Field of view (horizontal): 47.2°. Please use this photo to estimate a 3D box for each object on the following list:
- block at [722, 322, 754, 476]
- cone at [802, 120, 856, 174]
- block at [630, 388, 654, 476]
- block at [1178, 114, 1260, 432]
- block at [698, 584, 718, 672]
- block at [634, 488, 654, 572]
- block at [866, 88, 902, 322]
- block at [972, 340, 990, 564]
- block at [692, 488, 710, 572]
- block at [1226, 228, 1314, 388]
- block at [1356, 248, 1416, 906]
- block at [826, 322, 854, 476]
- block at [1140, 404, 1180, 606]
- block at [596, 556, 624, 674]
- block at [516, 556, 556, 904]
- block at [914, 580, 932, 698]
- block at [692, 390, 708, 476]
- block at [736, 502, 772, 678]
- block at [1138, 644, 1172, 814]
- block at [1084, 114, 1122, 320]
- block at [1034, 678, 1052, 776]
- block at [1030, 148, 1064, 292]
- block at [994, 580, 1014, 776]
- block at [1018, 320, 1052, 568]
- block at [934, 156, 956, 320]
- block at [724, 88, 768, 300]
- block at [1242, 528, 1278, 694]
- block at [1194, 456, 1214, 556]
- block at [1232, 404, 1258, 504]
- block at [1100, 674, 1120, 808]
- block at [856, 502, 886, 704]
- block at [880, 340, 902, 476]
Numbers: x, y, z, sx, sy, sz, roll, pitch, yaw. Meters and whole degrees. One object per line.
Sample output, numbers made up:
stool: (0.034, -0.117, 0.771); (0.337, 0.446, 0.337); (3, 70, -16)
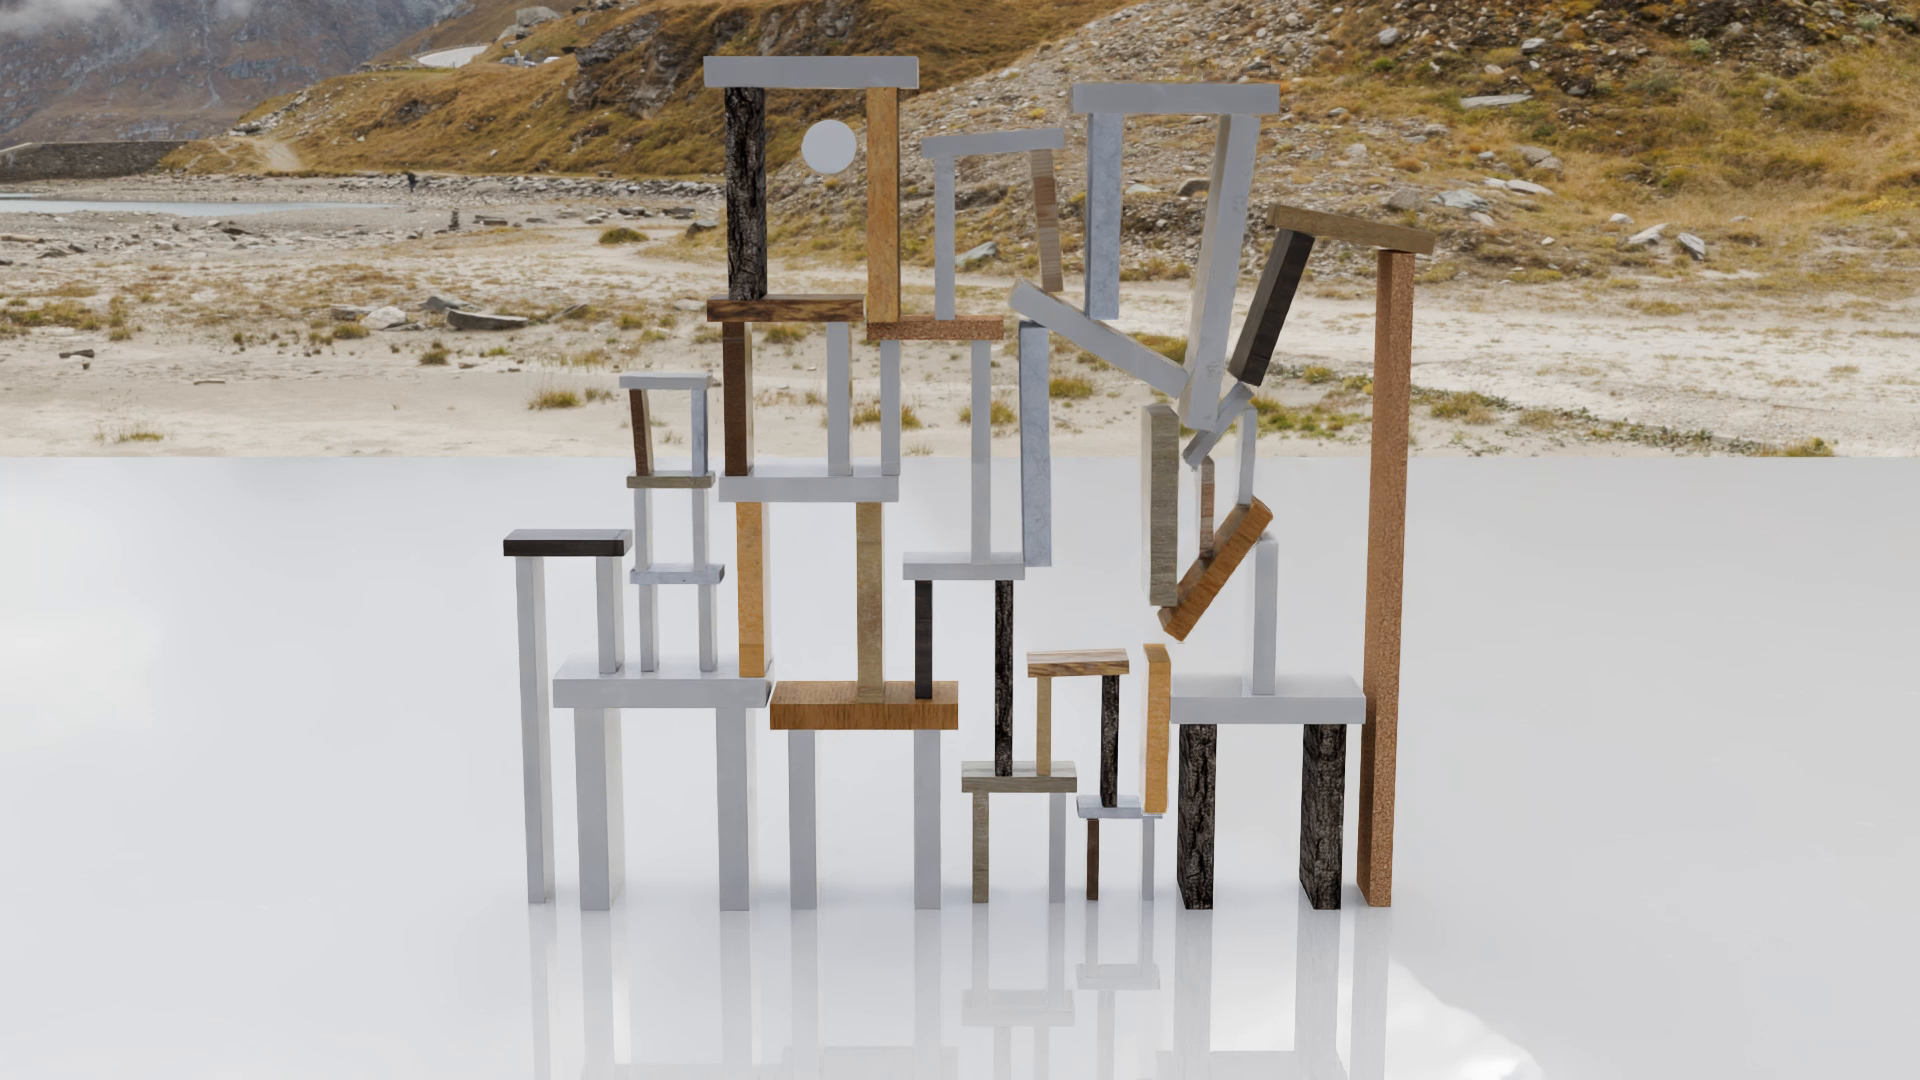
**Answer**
block: (-0.354, -0.232, 3.515); (0.035, 0.244, 0.122); (0, 11, 0)
cone: (-0.375, -1.149, 6.546); (0.164, 0.164, 0.164); (1, -4, 7)
block: (-0.511, -0.177, 3.529); (0.020, 0.139, 0.069); (-3, 10, 0)
block: (0.407, -0.424, 3.476); (0.044, 0.487, 0.157); (7, 11, -1)
block: (-0.411, 0.136, 3.586); (0.021, 0.145, 0.072); (0, 10, 1)
block: (-0.511, -0.022, 3.554); (0.019, 0.135, 0.068); (1, 10, 0)
block: (-0.119, -0.528, 3.458); (0.046, 0.357, 0.162); (0, 11, 0)
block: (0.033, -0.147, 3.529); (0.030, 0.359, 0.108); (0, 11, 0)
block: (-0.419, -0.022, 3.556); (0.019, 0.135, 0.067); (0, 10, -1)
block: (0.491, -0.371, 3.487); (0.035, 0.246, 0.123); (18, 10, -6)
block: (0.689, 0.067, 3.570); (0.035, 1.065, 0.123); (0, 11, 0)
block: (-0.192, -0.232, 3.515); (0.035, 0.244, 0.122); (0, 11, 0)
block: (0.322, -0.058, 3.548); (0.043, 0.303, 0.152); (-1, 11, -1)
block: (-0.569, 0.112, 3.581); (0.027, 0.193, 0.096); (0, 11, 0)
block: (-0.698, 0.304, 3.617); (0.027, 0.582, 0.096); (0, 11, 0)
block: (-0.059, 0.152, 3.593); (0.028, 0.196, 0.098); (0, 11, 0)
block: (-0.417, -0.175, 3.524); (0.020, 0.139, 0.069); (0, 10, -2)
block: (-0.334, 0.068, 3.570); (0.040, 0.284, 0.142); (0, 11, 0)
block: (0.320, 0.309, 3.618); (0.036, 0.252, 0.126); (1, 11, 0)
block: (0.225, -0.511, 3.460); (0.044, 0.314, 0.157); (0, 11, 0)
block: (0.137, 0.296, 3.620); (0.023, 0.165, 0.082); (0, 11, 0)
block: (0.136, -0.504, 3.466); (0.031, 0.220, 0.110); (-5, 11, 1)
block: (0.072, 0.216, 3.605); (0.028, 0.327, 0.098); (0, 11, 0)
block: (0.120, -0.157, 3.529); (0.043, 0.378, 0.152); (-1, 11, 0)
block: (-0.024, -0.477, 3.470); (0.031, 0.251, 0.110); (0, 11, 0)
block: (-0.335, -0.545, 3.456); (0.046, 0.324, 0.162); (0, 11, 0)
block: (0.489, 0.114, 3.582); (0.036, 0.252, 0.126); (0, 11, 0)
block: (0.395, -0.055, 3.551); (0.022, 0.152, 0.076); (0, 11, 0)
block: (0.458, -0.139, 3.535); (0.022, 0.152, 0.076); (3, 11, 0)
block: (0.247, 0.321, 3.624); (0.023, 0.223, 0.082); (0, 11, 0)
block: (-0.144, 0.089, 3.574); (0.040, 0.328, 0.142); (0, 11, 0)
block: (-0.110, -0.217, 3.517); (0.030, 0.215, 0.108); (0, 10, 0)
